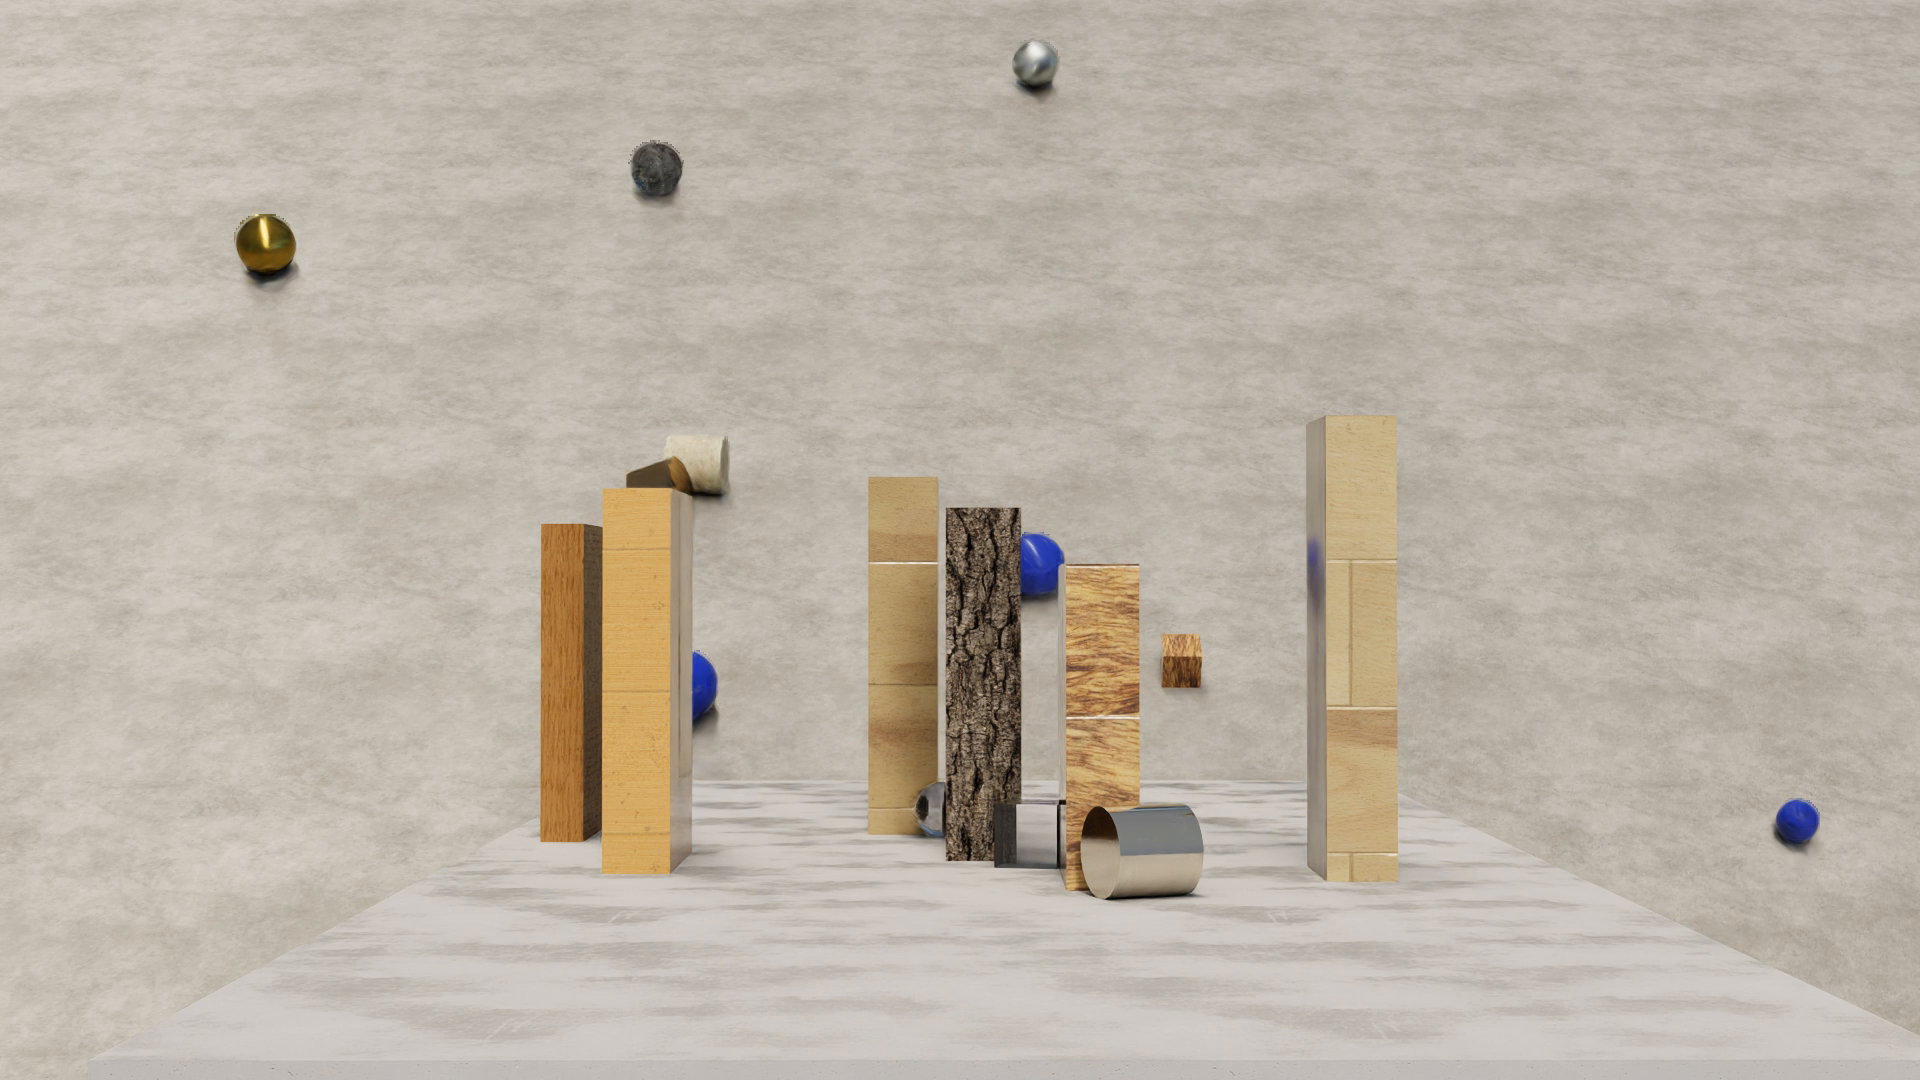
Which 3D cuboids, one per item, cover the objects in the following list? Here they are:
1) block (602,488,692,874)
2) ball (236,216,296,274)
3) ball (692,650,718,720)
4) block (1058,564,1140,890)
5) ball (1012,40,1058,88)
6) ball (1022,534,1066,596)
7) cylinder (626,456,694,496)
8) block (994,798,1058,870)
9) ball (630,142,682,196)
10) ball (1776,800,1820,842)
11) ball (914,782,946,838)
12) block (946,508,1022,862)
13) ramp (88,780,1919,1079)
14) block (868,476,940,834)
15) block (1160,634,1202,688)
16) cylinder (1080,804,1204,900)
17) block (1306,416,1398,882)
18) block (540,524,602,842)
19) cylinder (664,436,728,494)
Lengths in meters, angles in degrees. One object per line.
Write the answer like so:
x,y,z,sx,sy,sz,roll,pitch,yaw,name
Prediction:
-0.568,0.251,4.741,0.119,0.676,0.377,0,-1,0,block
-2.492,-1.060,9.315,0.209,0.209,0.209,0,33,0,ball
-0.756,0.397,7.080,0.195,0.195,0.195,0,33,0,ball
0.237,0.313,4.470,0.122,0.542,0.342,0,-1,0,block
0.312,-1.969,10.732,0.192,0.192,0.192,0,33,0,ball
0.218,0.073,7.589,0.184,0.184,0.184,0,33,0,ball
-0.919,-0.161,7.934,0.150,0.150,0.150,-19,29,16,cylinder
0.130,0.531,4.690,0.114,0.114,0.114,0,-1,13,block
-1.156,-1.411,9.866,0.198,0.198,0.198,0,33,0,ball
2.150,0.722,6.658,0.108,0.108,0.108,0,33,0,ball
-0.036,0.542,5.215,0.113,0.113,0.113,0,33,0,ball
0.043,0.268,4.912,0.139,0.649,0.296,0,-1,0,block
0.073,0.639,4.752,2.000,0.100,4.000,0,-1,0,ramp
-0.116,0.239,5.480,0.141,0.728,0.409,0,-1,0,block
0.618,0.338,7.252,0.107,0.107,0.107,0,33,1,block
0.295,0.505,4.214,0.149,0.149,0.149,0,31,-22,cylinder
0.686,0.187,4.554,0.121,0.797,0.249,0,-1,0,block
-0.787,0.285,5.266,0.084,0.629,0.280,0,-1,0,block
-0.821,-0.235,8.073,0.175,0.175,0.175,2,33,5,cylinder
